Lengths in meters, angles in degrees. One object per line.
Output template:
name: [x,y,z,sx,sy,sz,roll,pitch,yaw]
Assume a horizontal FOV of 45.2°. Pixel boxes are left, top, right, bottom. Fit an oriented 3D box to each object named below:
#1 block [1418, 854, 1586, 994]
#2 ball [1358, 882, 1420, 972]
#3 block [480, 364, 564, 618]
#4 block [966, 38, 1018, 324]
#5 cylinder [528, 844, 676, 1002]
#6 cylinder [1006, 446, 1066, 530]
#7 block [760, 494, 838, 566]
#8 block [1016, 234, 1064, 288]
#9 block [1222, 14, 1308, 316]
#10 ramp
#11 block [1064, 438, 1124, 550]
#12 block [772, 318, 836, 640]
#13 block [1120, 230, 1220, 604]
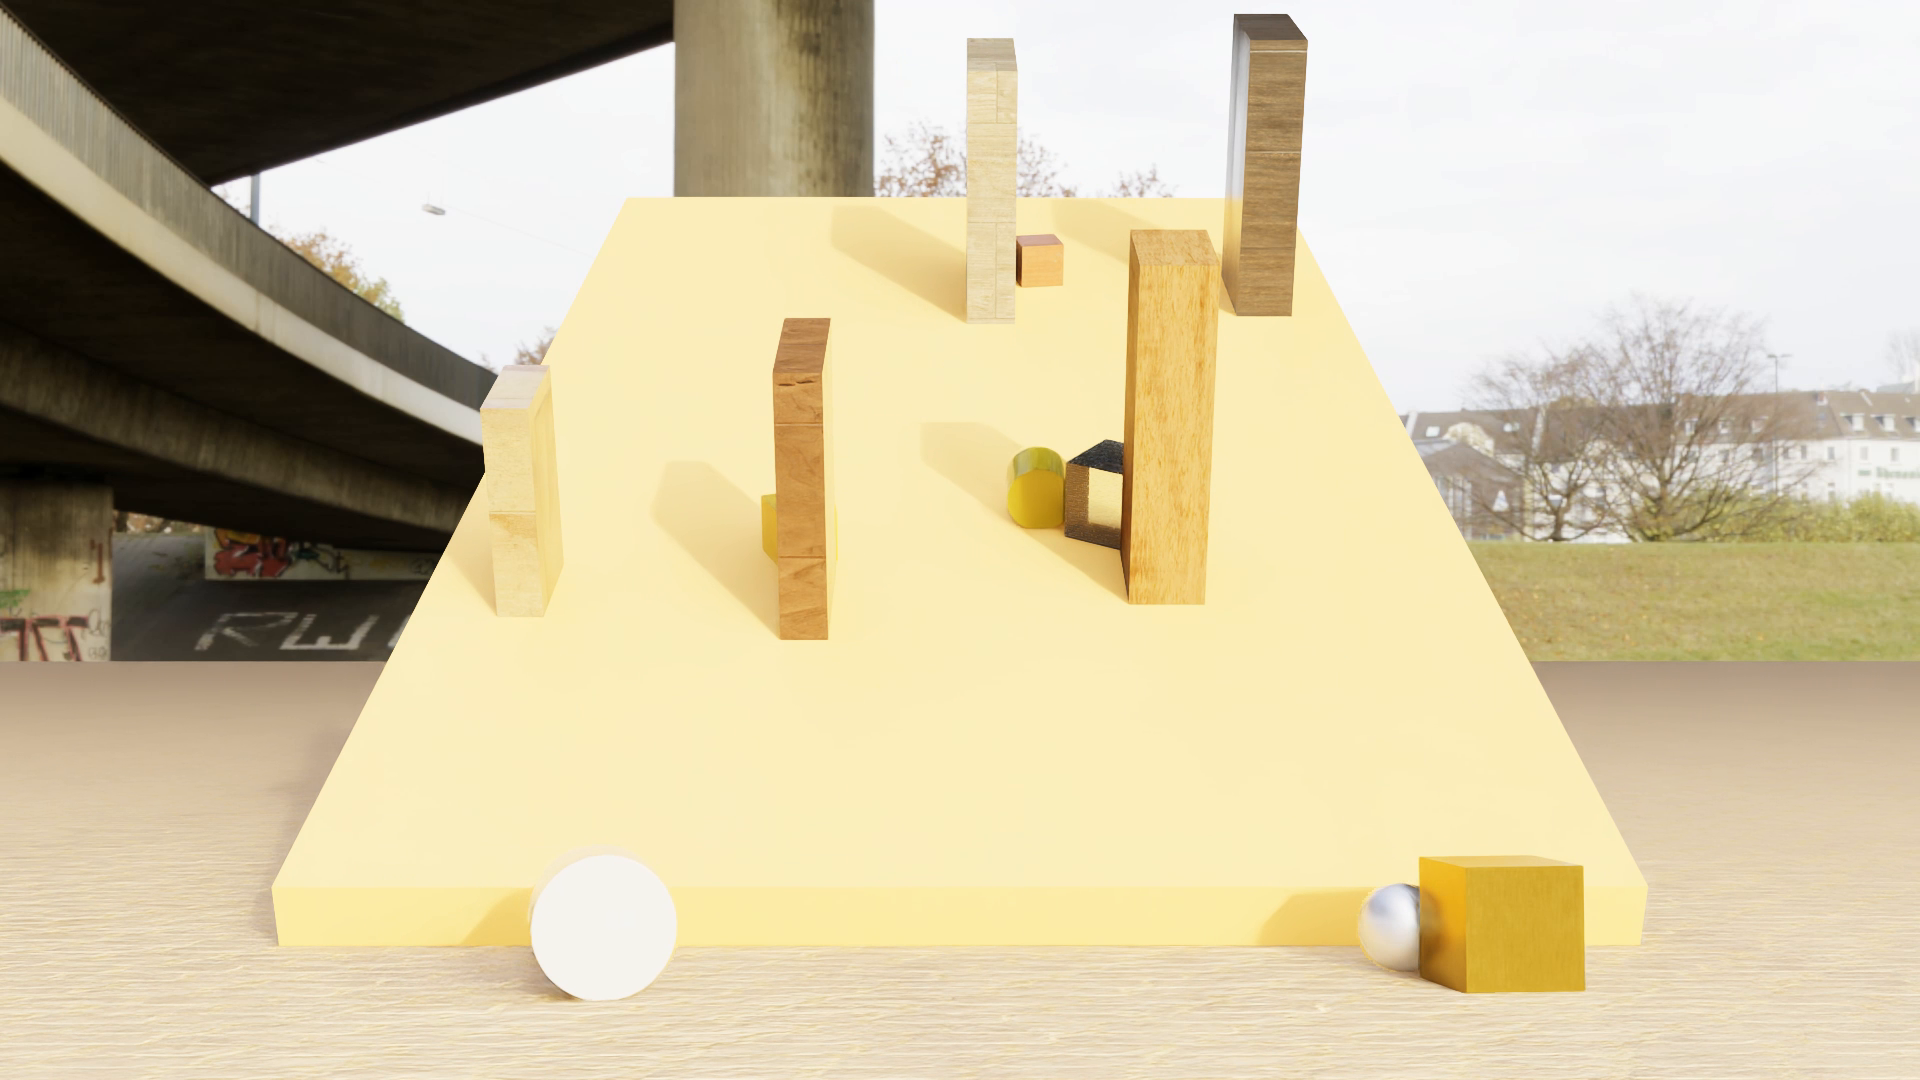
block: [0.702,0.497,2.998,0.159,0.159,0.159,1,-3,-10]
ball: [0.598,0.523,3.120,0.119,0.119,0.119,0,-3,0]
block: [-0.802,-0.092,4.247,0.084,0.404,0.243,0,23,0]
block: [0.078,-0.928,5.934,0.122,0.641,0.435,0,23,0]
cylinder: [-0.457,0.484,2.936,0.179,0.179,0.179,1,-3,-12]
cylinder: [0.158,-0.104,4.636,0.130,0.130,0.130,0,23,0]
block: [-0.310,-0.022,4.457,0.114,0.114,0.114,-9,25,-22]
block: [0.209,-0.749,6.192,0.113,0.113,0.113,-4,23,-10]
block: [0.780,-0.970,5.955,0.141,0.705,0.371,0,23,0]
ramp: [-0.007,-0.225,5.217,2.000,0.100,4.000,0,23,0]
block: [0.316,-0.088,4.561,0.158,0.158,0.158,14,27,30]
block: [-0.278,-0.114,4.174,0.086,0.503,0.317,0,23,0]
block: [0.383,-0.225,4.255,0.141,0.648,0.240,0,23,0]
